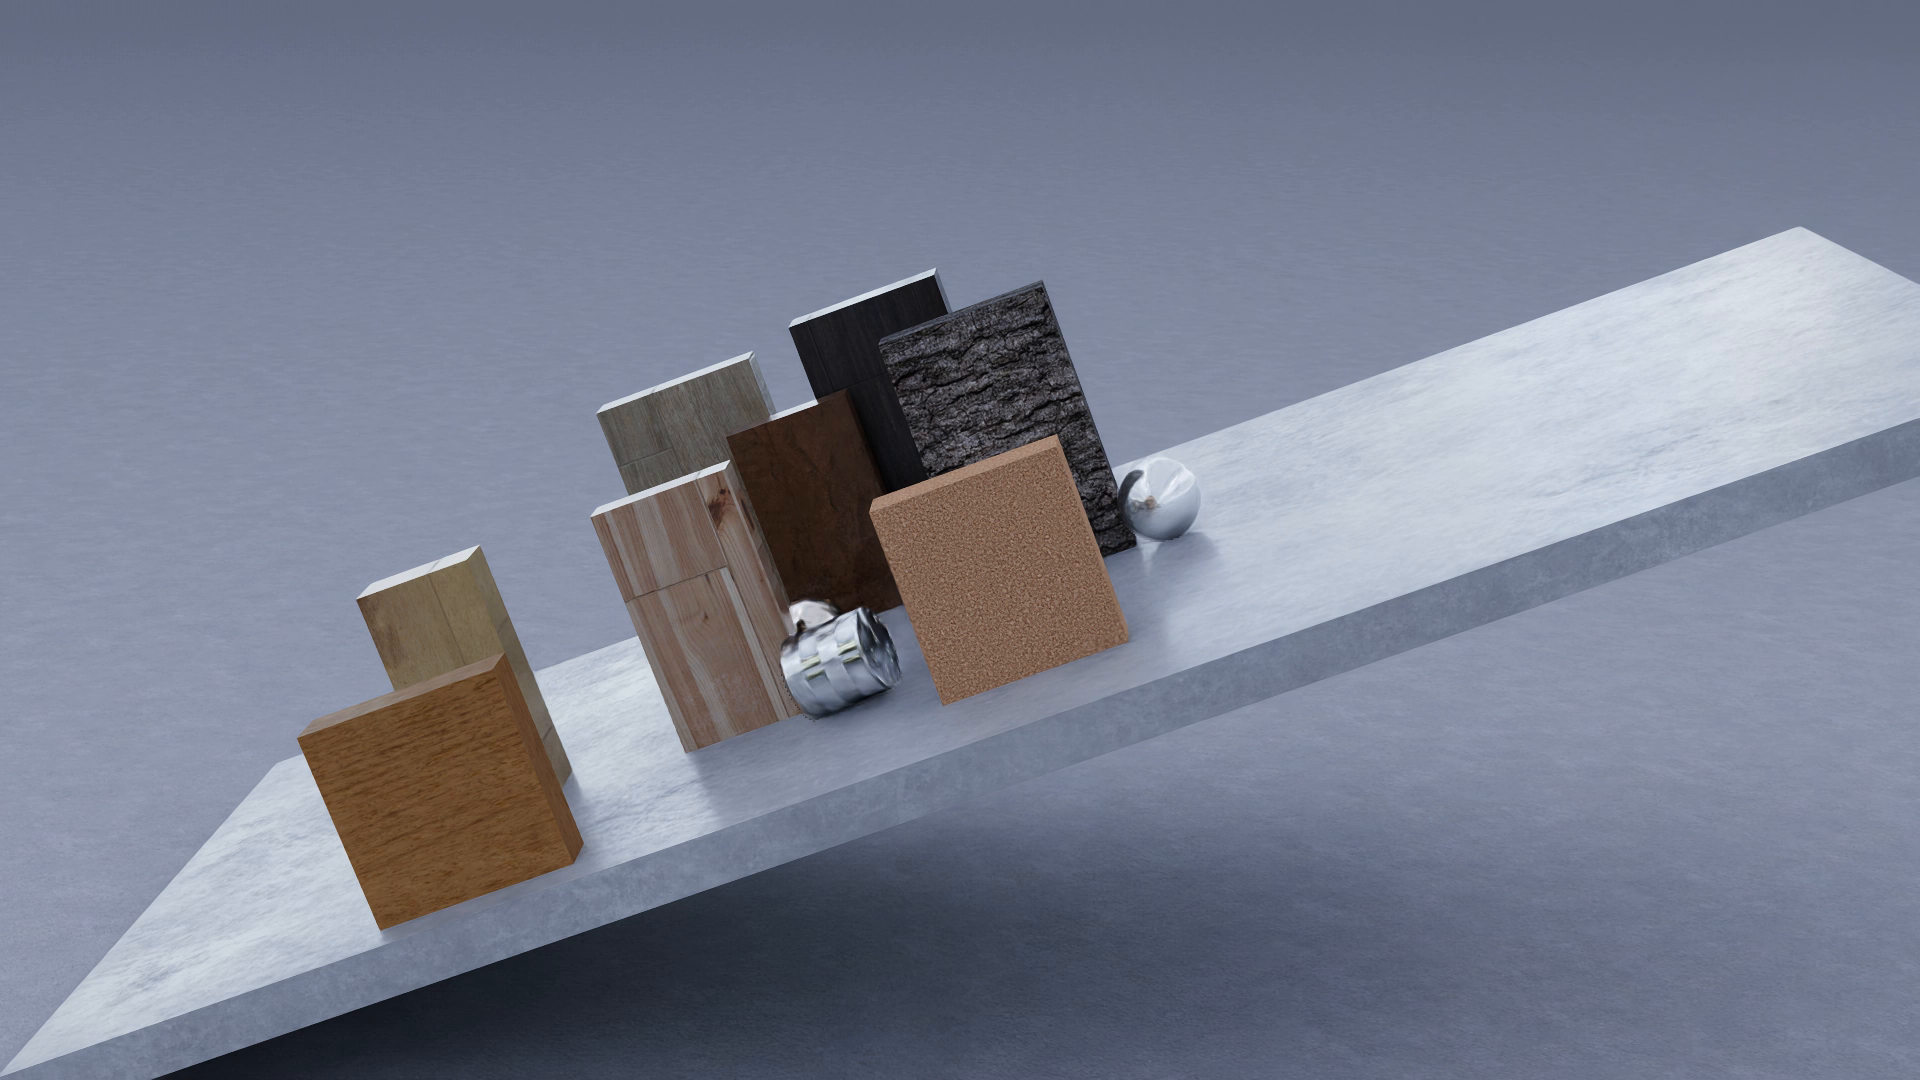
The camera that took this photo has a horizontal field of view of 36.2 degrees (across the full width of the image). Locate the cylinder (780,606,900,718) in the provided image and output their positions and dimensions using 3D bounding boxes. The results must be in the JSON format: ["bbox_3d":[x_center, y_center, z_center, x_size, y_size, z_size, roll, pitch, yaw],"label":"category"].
[{"bbox_3d":[-0.238,0.245,5.863,0.174,0.174,0.174,-23,6,19],"label":"cylinder"}]

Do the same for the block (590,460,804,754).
[{"bbox_3d":[-0.514,0.137,5.996,0.292,0.527,0.093,-19,11,6],"label":"block"}]

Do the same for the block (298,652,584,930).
[{"bbox_3d":[-0.978,0.475,5.554,0.396,0.402,0.121,-19,11,6],"label":"block"}]

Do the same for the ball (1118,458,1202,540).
[{"bbox_3d":[0.427,-0.089,6.285,0.176,0.176,0.176,0,13,0],"label":"ball"}]

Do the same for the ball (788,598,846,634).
[{"bbox_3d":[-0.311,0.206,6.227,0.169,0.169,0.169,0,13,0],"label":"ball"}]

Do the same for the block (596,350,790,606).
[{"bbox_3d":[-0.569,-0.098,7.002,0.384,0.600,0.115,-19,11,6],"label":"block"}]

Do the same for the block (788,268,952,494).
[{"bbox_3d":[-0.105,-0.244,6.713,0.349,0.662,0.119,-19,11,6],"label":"block"}]

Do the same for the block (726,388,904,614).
[{"bbox_3d":[-0.301,-0.059,6.622,0.284,0.493,0.085,-19,11,6],"label":"block"}]

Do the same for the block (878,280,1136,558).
[{"bbox_3d":[0.105,-0.212,6.351,0.371,0.599,0.103,-19,11,6],"label":"block"}]

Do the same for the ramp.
[{"bbox_3d":[0.115,0.177,6.297,4.000,0.100,2.000,-19,11,6],"label":"ramp"}]

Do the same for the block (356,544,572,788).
[{"bbox_3d":[-1.031,0.305,6.139,0.247,0.521,0.137,-19,11,6],"label":"block"}]

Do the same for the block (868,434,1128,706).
[{"bbox_3d":[0.077,0.058,5.641,0.377,0.403,0.123,-19,11,6],"label":"block"}]
